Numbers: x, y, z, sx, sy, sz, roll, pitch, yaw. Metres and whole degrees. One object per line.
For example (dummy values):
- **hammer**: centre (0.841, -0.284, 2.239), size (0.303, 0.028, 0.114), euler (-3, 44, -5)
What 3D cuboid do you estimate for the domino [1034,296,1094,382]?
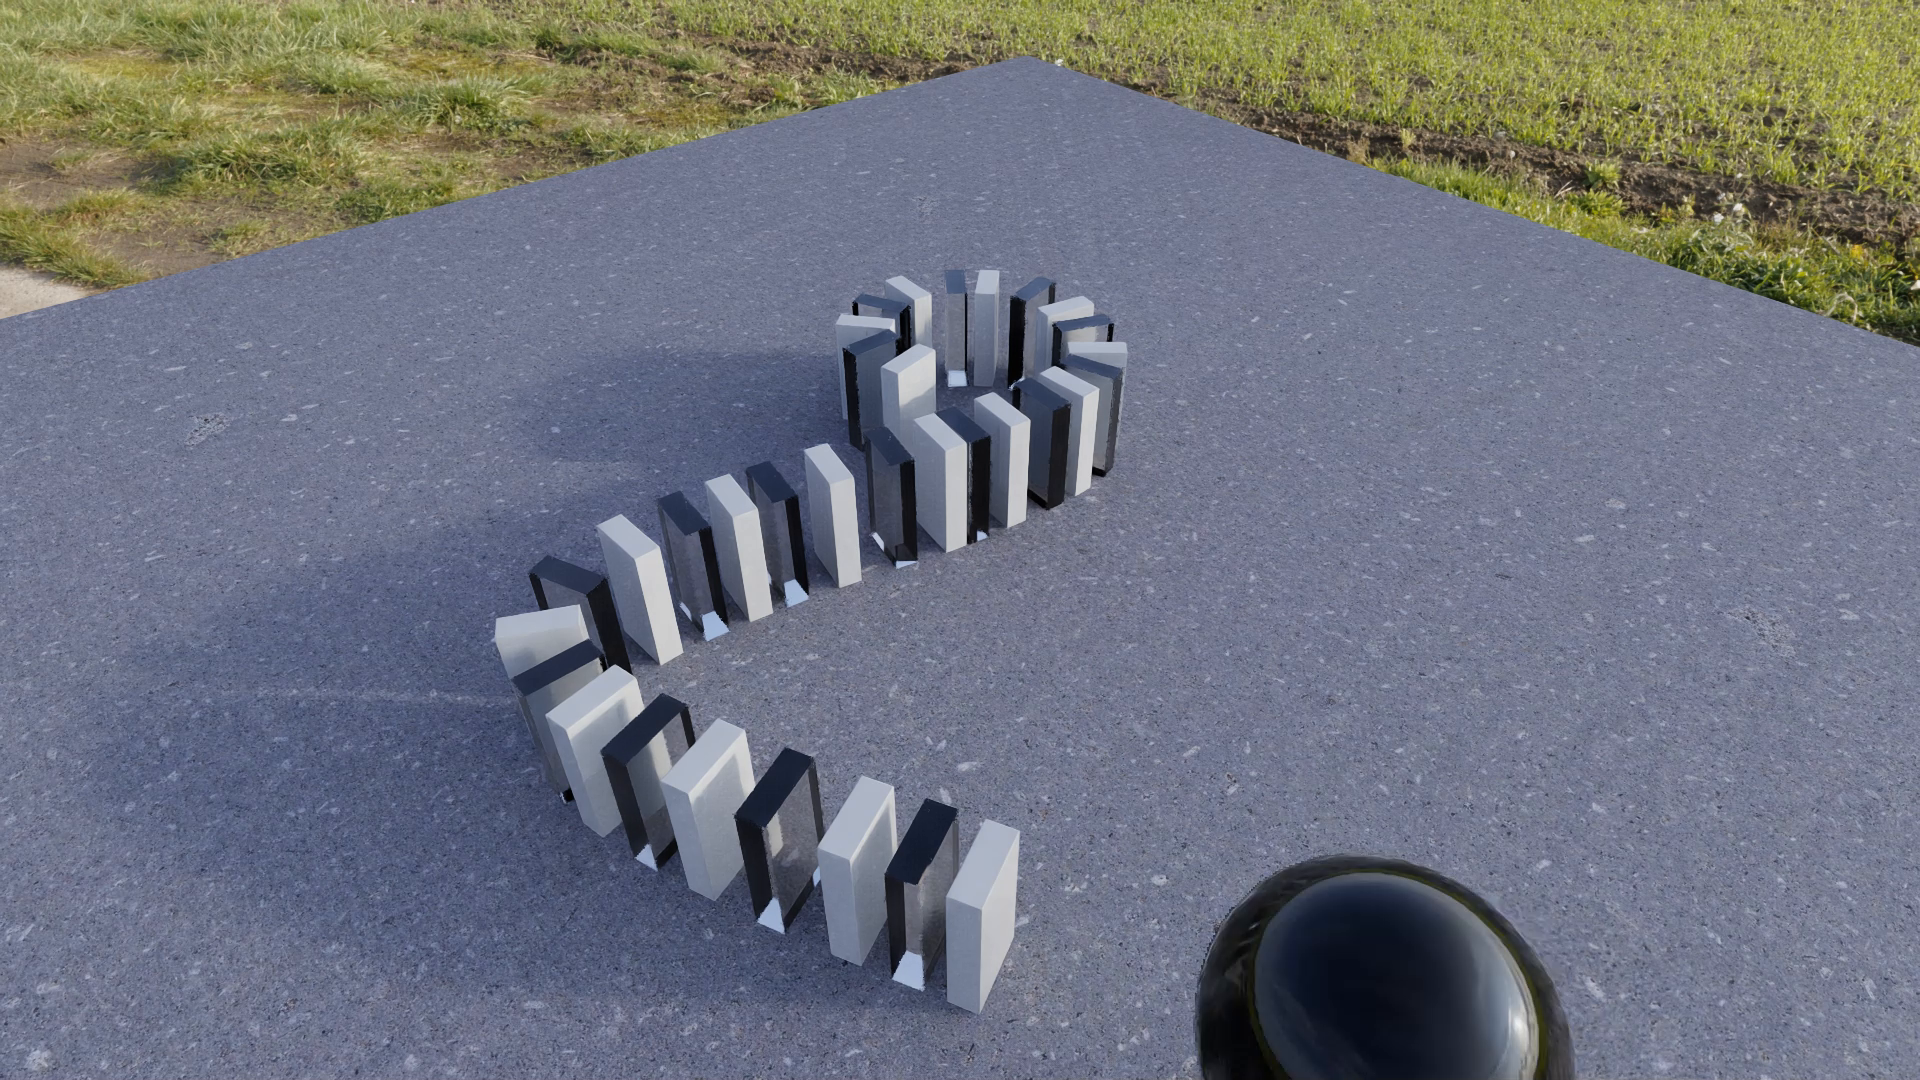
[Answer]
- **domino**: centre (0.048, -0.088, 0.519), size (0.025, 0.050, 0.009), euler (-19, 43, -22)

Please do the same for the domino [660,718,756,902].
- **domino**: centre (-0.070, 0.078, 0.316), size (0.009, 0.050, 0.025), euler (18, 43, 21)

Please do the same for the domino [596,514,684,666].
- **domino**: centre (-0.113, 0.018, 0.389), size (0.010, 0.050, 0.025), euler (-31, 49, -32)

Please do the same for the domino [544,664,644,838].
- **domino**: centre (-0.106, 0.064, 0.333), size (0.009, 0.050, 0.025), euler (25, 46, 28)

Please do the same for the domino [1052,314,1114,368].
- **domino**: centre (0.055, -0.077, 0.506), size (0.025, 0.050, 0.009), euler (-12, 41, -14)

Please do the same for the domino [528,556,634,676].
- **domino**: centre (-0.128, 0.031, 0.374), size (0.025, 0.050, 0.010), euler (18, 43, 20)

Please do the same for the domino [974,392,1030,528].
- **domino**: centre (0.017, -0.032, 0.451), size (0.009, 0.050, 0.025), euler (-23, 45, -26)

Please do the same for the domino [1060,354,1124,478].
- **domino**: centre (0.055, -0.054, 0.477), size (0.025, 0.050, 0.010), euler (21, 44, 24)

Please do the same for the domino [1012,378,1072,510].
- **domino**: centre (0.033, -0.040, 0.460), size (0.010, 0.050, 0.025), euler (-26, 46, -28)

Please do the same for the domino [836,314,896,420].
- **domino**: centre (-0.042, -0.078, 0.507), size (0.025, 0.050, 0.009), euler (6, 40, 8)

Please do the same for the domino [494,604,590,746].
- **domino**: centre (-0.131, 0.045, 0.357), size (0.025, 0.050, 0.010), euler (-10, 40, -12)

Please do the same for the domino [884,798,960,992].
- **domino**: centre (-0.009, 0.096, 0.295), size (0.009, 0.050, 0.025), euler (15, 42, 18)

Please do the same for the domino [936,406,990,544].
- **domino**: centre (0.001, -0.026, 0.443), size (0.010, 0.050, 0.025), euler (-23, 44, -25)

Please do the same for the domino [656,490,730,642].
- **domino**: centre (-0.097, 0.010, 0.400), size (0.009, 0.050, 0.025), euler (-24, 45, -27)

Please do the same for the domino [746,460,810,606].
- **domino**: centre (-0.068, -0.002, 0.414), size (0.009, 0.050, 0.025), euler (-21, 44, -24)

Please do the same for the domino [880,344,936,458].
- **domino**: centre (-0.022, -0.058, 0.482), size (0.010, 0.050, 0.025), euler (26, 46, 28)

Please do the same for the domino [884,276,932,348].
- **domino**: centre (-0.025, -0.099, 0.533), size (0.009, 0.050, 0.025), euler (-25, 45, -27)

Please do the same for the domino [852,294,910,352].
- **domino**: centre (-0.036, -0.089, 0.521), size (0.025, 0.050, 0.009), euler (17, 42, 20)

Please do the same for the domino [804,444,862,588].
- **domino**: centre (-0.049, -0.009, 0.422), size (0.009, 0.050, 0.025), euler (-19, 43, -22)

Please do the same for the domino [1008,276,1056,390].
- **domino**: centre (0.034, -0.099, 0.532), size (0.009, 0.050, 0.025), euler (24, 45, 26)

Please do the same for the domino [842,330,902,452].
- **domino**: centre (-0.038, -0.066, 0.493), size (0.025, 0.050, 0.009), euler (-28, 47, -30)

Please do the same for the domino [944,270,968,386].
- **domino**: centre (-0.002, -0.103, 0.538), size (0.009, 0.050, 0.025), euler (-3, 39, -3)

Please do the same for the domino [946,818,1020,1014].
- **domino**: centre (0.006, 0.100, 0.290), size (0.009, 0.050, 0.025), euler (16, 42, 18)

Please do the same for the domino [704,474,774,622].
- **domino**: centre (-0.082, 0.003, 0.407), size (0.010, 0.050, 0.025), euler (-22, 44, -25)

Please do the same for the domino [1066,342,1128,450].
- **domino**: centre (0.059, -0.064, 0.489), size (0.025, 0.050, 0.009), euler (0, 39, 0)

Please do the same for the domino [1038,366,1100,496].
- **domino**: centre (0.045, -0.046, 0.468), size (0.009, 0.050, 0.025), euler (-30, 48, -32)

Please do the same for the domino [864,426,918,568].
- **domino**: centre (-0.027, -0.016, 0.431), size (0.009, 0.050, 0.025), euler (-18, 43, -21)

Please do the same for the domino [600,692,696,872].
- **domino**: centre (-0.088, 0.072, 0.324), size (0.009, 0.050, 0.025), euler (20, 43, 23)

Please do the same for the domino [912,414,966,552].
- **domino**: centre (-0.008, -0.022, 0.439), size (0.009, 0.050, 0.025), euler (-21, 44, -24)

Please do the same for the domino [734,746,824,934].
- **domino**: centre (-0.049, 0.085, 0.308), size (0.010, 0.050, 0.025), euler (16, 42, 19)

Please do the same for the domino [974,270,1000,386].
- **domino**: centre (0.013, -0.103, 0.537), size (0.009, 0.050, 0.025), euler (4, 39, 5)

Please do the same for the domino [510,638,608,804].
- **domino**: centre (-0.119, 0.057, 0.342), size (0.025, 0.050, 0.010), euler (-30, 48, -32)

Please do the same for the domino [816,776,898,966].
- **domino**: centre (-0.027, 0.091, 0.300), size (0.010, 0.050, 0.025), euler (15, 42, 18)

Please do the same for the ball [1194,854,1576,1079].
- **ball**: centre (0.094, 0.113, 0.250), size (0.080, 0.080, 0.080), euler (0, 39, 0)
